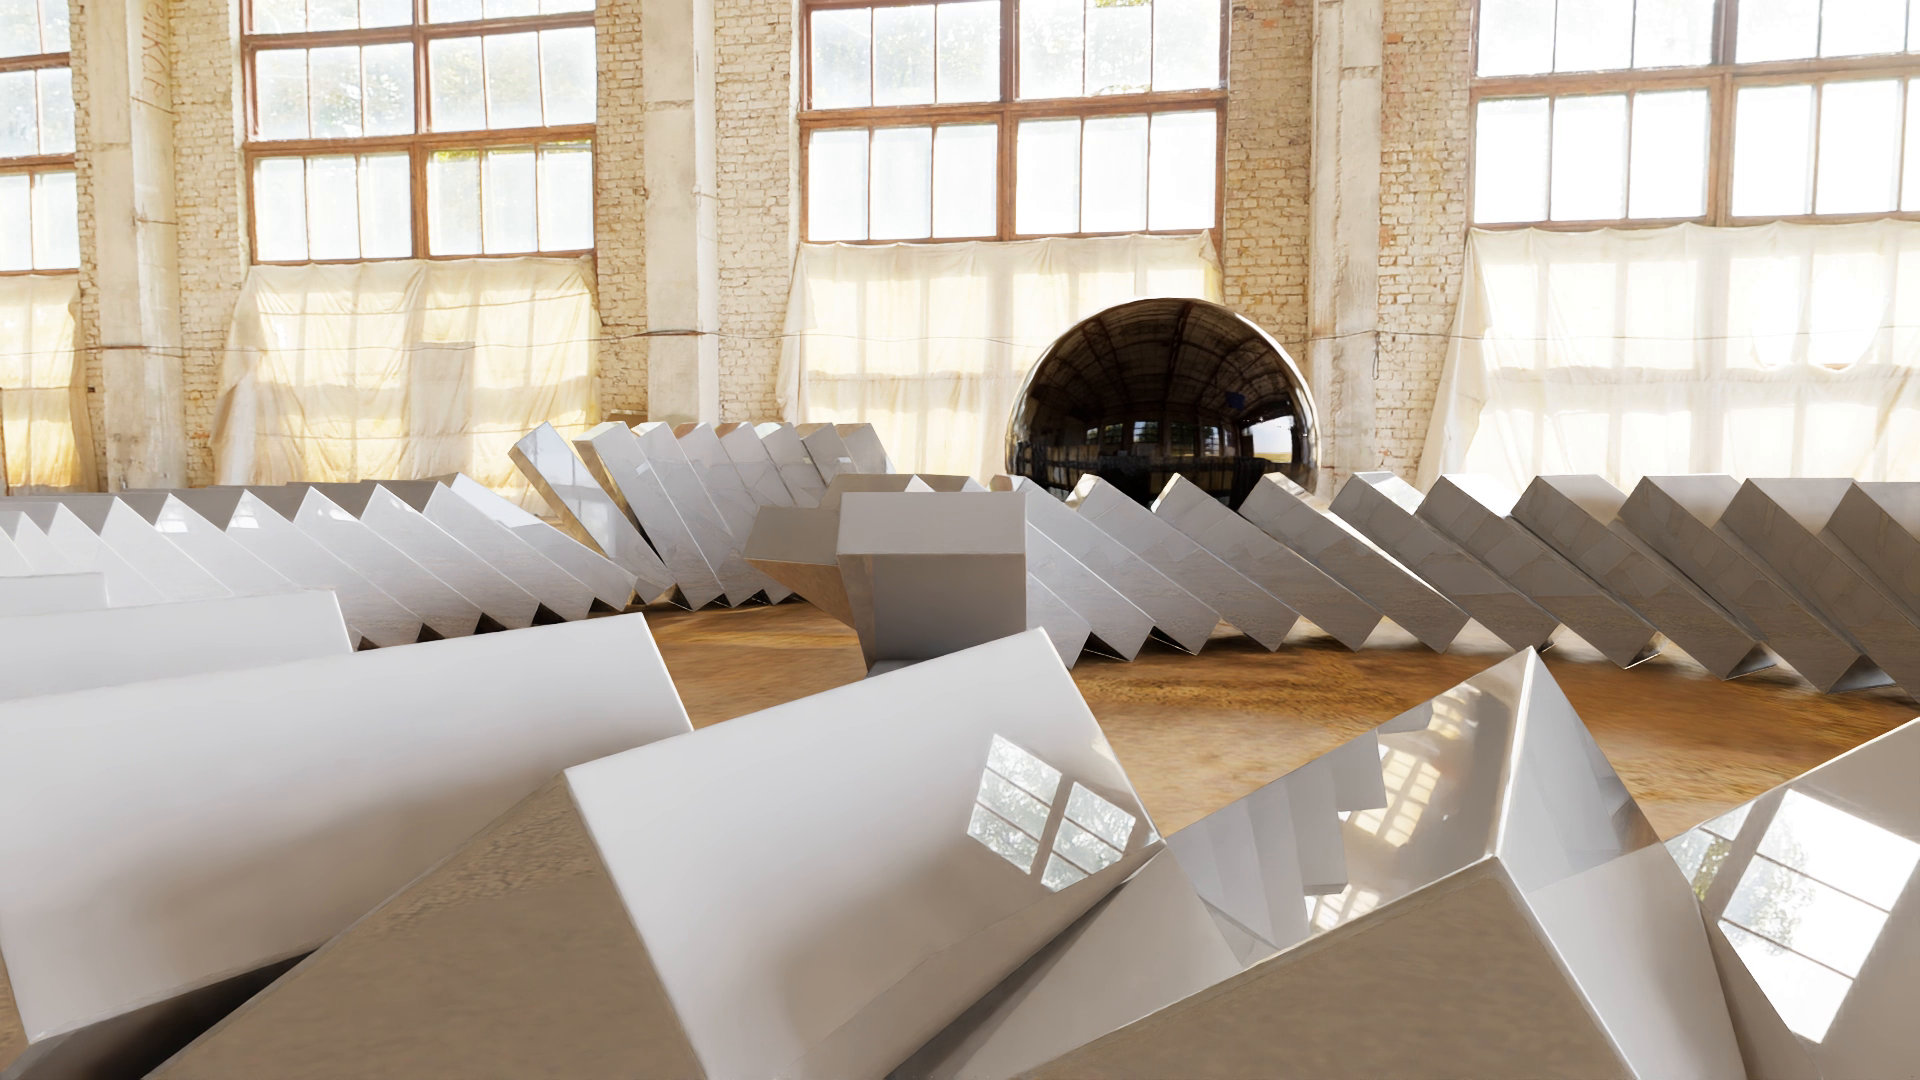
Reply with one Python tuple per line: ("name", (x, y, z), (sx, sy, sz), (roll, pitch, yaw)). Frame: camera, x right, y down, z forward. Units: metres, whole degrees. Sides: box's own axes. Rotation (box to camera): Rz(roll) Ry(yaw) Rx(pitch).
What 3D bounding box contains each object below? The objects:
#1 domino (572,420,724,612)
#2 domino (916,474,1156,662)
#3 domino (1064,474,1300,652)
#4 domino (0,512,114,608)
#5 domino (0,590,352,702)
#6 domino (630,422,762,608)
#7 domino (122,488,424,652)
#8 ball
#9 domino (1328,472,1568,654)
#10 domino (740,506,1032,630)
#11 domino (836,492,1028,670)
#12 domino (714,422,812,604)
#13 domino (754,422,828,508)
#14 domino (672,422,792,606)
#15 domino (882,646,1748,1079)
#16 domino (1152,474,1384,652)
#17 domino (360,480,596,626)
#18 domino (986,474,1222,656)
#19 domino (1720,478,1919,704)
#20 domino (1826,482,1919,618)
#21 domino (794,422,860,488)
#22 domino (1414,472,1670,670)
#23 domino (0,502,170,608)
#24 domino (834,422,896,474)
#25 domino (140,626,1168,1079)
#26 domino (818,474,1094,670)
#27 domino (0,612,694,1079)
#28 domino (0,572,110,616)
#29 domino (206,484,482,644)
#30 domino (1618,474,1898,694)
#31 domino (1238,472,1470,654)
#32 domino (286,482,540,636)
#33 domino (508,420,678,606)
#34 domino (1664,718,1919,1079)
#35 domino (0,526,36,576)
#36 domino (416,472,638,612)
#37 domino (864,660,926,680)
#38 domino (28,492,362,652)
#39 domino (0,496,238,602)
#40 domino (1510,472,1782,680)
("domino", (-0.081, -0.006, 0.331), (0.009, 0.050, 0.025), (-34, 18, -21))
("domino", (0.012, 0.005, 0.252), (0.050, 0.009, 0.025), (37, -12, -24))
("domino", (0.046, 0.004, 0.272), (0.050, 0.009, 0.025), (34, 3, -4))
("domino", (-0.117, 0.013, 0.156), (0.025, 0.009, 0.050), (-1, -29, -10))
("domino", (-0.052, 0.020, 0.066), (0.025, 0.010, 0.050), (-5, -27, -49))
("domino", (-0.072, -0.007, 0.338), (0.010, 0.050, 0.025), (-34, 18, -21))
("domino", (-0.123, 0.008, 0.230), (0.025, 0.009, 0.050), (1, -28, 15))
("ball", (0.051, -0.022, 0.329), (0.080, 0.080, 0.080), (0, 4, 0))
("domino", (0.105, 0.004, 0.271), (0.050, 0.010, 0.025), (42, 26, 26))
("domino", (-0.011, 0.010, 0.218), (0.025, 0.009, 0.050), (3, -23, 38))
("domino", (-0.002, 0.010, 0.192), (0.025, 0.010, 0.050), (0, -30, 3))
("domino", (-0.052, -0.008, 0.347), (0.010, 0.050, 0.025), (-33, 17, -20))
("domino", (-0.042, -0.008, 0.351), (0.009, 0.050, 0.025), (-33, 17, -20))
("domino", (-0.062, -0.007, 0.343), (0.010, 0.050, 0.025), (-34, 18, -21))
("domino", (-0.002, 0.022, 0.043), (0.050, 0.010, 0.025), (-35, -11, 23))
("domino", (0.065, 0.004, 0.275), (0.050, 0.009, 0.025), (35, 8, 4))
("domino", (-0.107, 0.004, 0.283), (0.025, 0.009, 0.050), (2, -28, 30))
("domino", (0.028, 0.005, 0.265), (0.050, 0.010, 0.025), (34, -3, -12))
("domino", (0.160, 0.008, 0.222), (0.025, 0.009, 0.050), (-1, 39, -15))
("domino", (0.167, 0.009, 0.204), (0.025, 0.009, 0.050), (0, 39, -7))
("domino", (-0.032, -0.008, 0.355), (0.009, 0.050, 0.025), (-33, 17, -20))
("domino", (0.120, 0.005, 0.262), (0.025, 0.009, 0.050), (-5, 41, -48))
("domino", (-0.122, 0.012, 0.174), (0.025, 0.009, 0.050), (0, -29, -3))
("domino", (-0.022, -0.009, 0.360), (0.009, 0.050, 0.025), (-33, 17, -20))
("domino", (-0.019, 0.021, 0.049), (0.050, 0.010, 0.025), (-35, -13, 26))
("domino", (-0.001, 0.006, 0.238), (0.050, 0.009, 0.025), (40, -21, -31))
("domino", (-0.036, 0.021, 0.057), (0.050, 0.009, 0.025), (-36, -17, 31))
("domino", (-0.068, 0.019, 0.077), (0.025, 0.010, 0.050), (-4, -28, -40))
("domino", (-0.119, 0.006, 0.248), (0.025, 0.009, 0.050), (1, -28, 21))
("domino", (0.150, 0.006, 0.237), (0.025, 0.009, 0.050), (-2, 40, -25))
("domino", (0.085, 0.004, 0.276), (0.050, 0.010, 0.025), (37, 16, 15))
("domino", (-0.114, 0.005, 0.266), (0.025, 0.009, 0.050), (2, -28, 25))
("domino", (-0.093, -0.006, 0.324), (0.009, 0.050, 0.025), (-41, 13, -20))
("domino", (0.017, 0.022, 0.039), (0.050, 0.009, 0.025), (-34, -6, 17))
("domino", (-0.110, 0.015, 0.138), (0.025, 0.009, 0.050), (-1, -28, -17))
("domino", (-0.104, 0.002, 0.302), (0.025, 0.009, 0.050), (-3, -31, 44))
("domino", (-0.001, 0.025, 0.172), (0.025, 0.009, 0.050), (0, 4, 2))
("domino", (-0.126, 0.009, 0.212), (0.025, 0.010, 0.050), (1, -29, 12))
("domino", (-0.125, 0.010, 0.193), (0.025, 0.009, 0.050), (0, -29, 3))
("domino", (0.136, 0.006, 0.251), (0.025, 0.009, 0.050), (-3, 40, -38))
